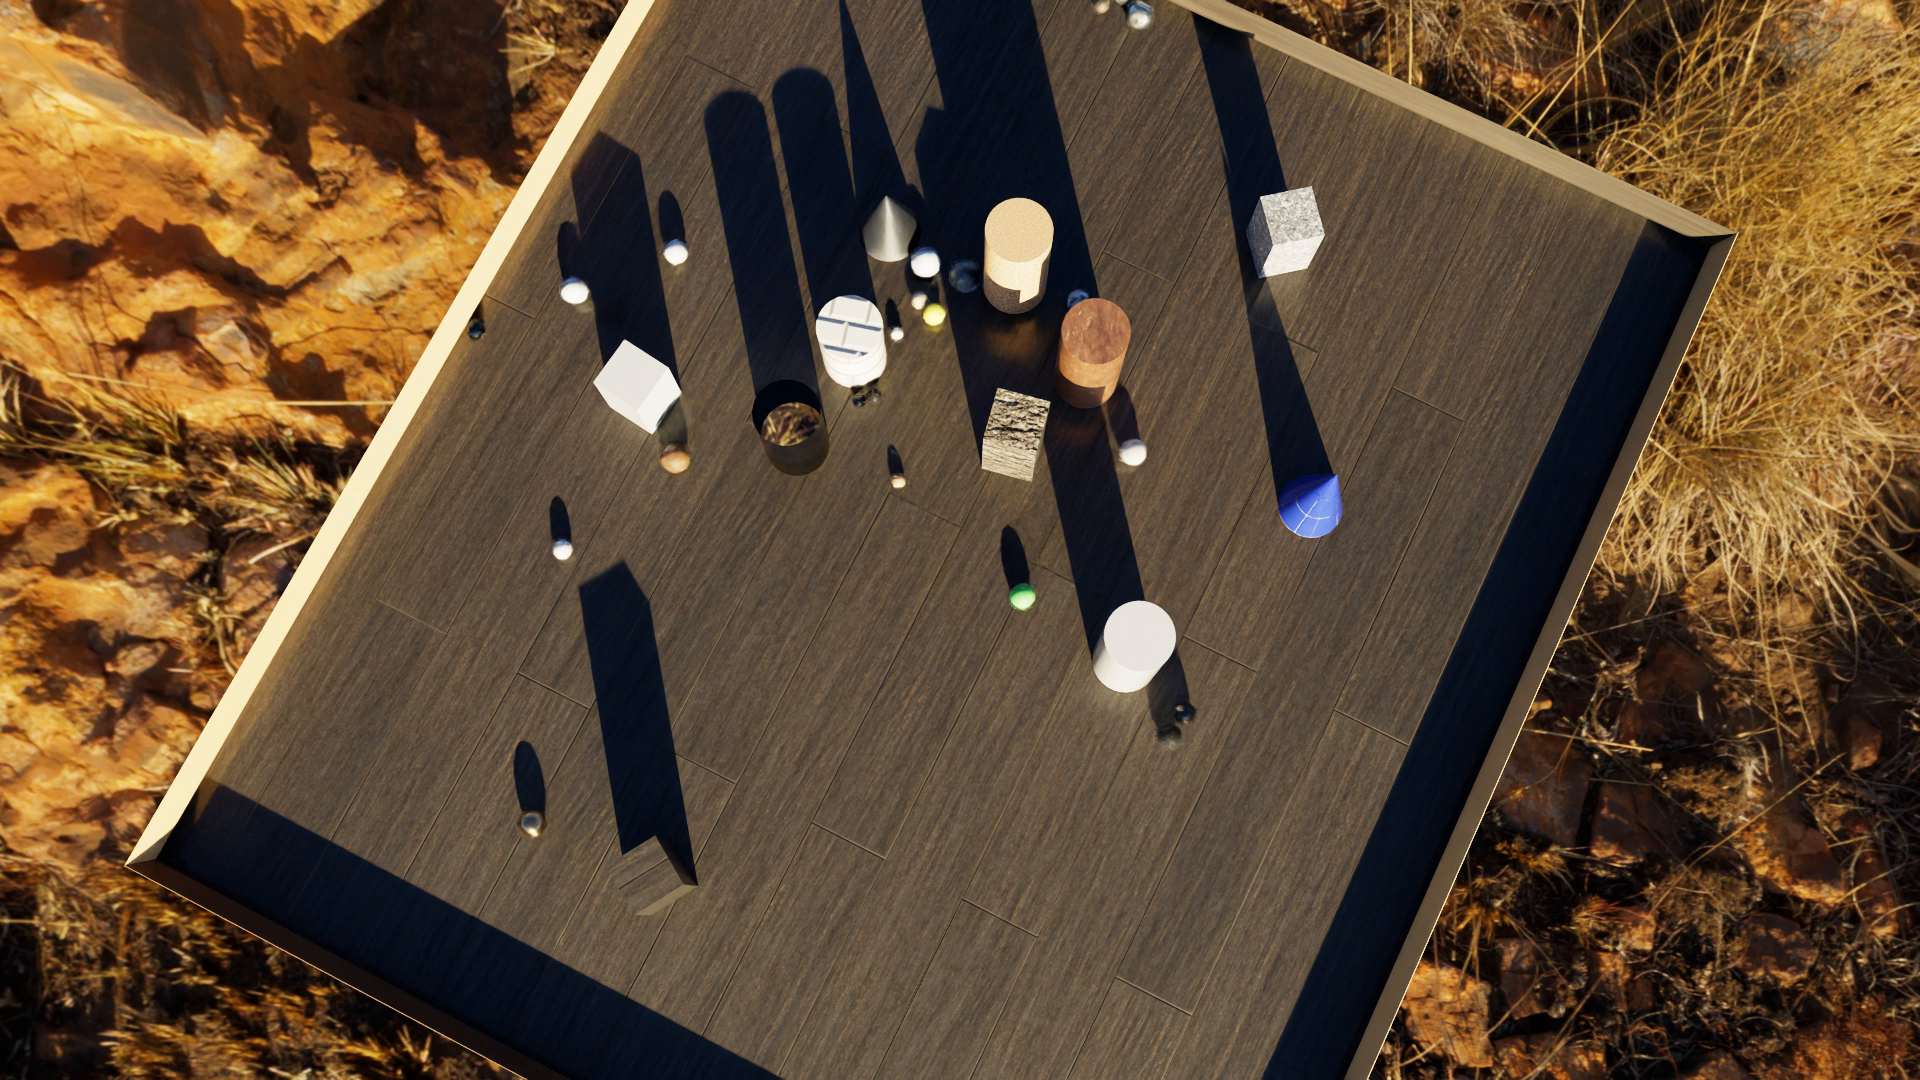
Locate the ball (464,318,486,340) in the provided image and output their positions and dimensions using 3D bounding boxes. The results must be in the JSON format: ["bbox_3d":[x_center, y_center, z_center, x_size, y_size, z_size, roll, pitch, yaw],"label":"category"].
[{"bbox_3d":[-1.514,-0.658,5.719,0.066,0.066,0.066,0,78,0],"label":"ball"}]

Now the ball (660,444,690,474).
[{"bbox_3d":[-0.873,-0.251,5.622,0.092,0.092,0.092,0,78,0],"label":"ball"}]

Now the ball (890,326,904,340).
[{"bbox_3d":[-0.197,-0.645,5.729,0.041,0.041,0.041,0,78,0],"label":"ball"}]

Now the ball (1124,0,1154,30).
[{"bbox_3d":[0.579,-1.698,5.921,0.093,0.093,0.093,0,78,0],"label":"ball"}]

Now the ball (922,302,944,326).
[{"bbox_3d":[-0.082,-0.706,5.727,0.070,0.070,0.070,0,78,0],"label":"ball"}]

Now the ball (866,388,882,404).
[{"bbox_3d":[-0.266,-0.444,5.683,0.050,0.050,0.050,0,78,0],"label":"ball"}]

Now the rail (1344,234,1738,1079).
[{"bbox_3d":[1.523,0.753,5.394,0.045,0.130,3.888,26,80,5],"label":"rail"}]

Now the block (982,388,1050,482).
[{"bbox_3d":[0.165,-0.312,5.498,0.160,0.358,0.160,15,79,3],"label":"block"}]

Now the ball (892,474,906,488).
[{"bbox_3d":[-0.189,-0.181,5.633,0.041,0.041,0.041,0,78,0],"label":"ball"}]

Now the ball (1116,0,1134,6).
[{"bbox_3d":[0.537,-1.772,5.946,0.073,0.073,0.073,0,78,0],"label":"ball"}]

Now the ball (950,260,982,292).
[{"bbox_3d":[0.017,-0.824,5.736,0.100,0.100,0.100,0,78,0],"label":"ball"}]

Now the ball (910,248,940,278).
[{"bbox_3d":[-0.108,-0.870,5.748,0.095,0.095,0.095,0,78,0],"label":"ball"}]

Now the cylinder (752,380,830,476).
[{"bbox_3d":[-0.504,-0.333,5.497,0.200,0.369,0.200,0,78,0],"label":"cylinder"}]

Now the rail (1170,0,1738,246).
[{"bbox_3d":[0.859,-1.675,5.896,3.454,0.130,0.045,26,80,5],"label":"rail"}]

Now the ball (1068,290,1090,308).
[{"bbox_3d":[0.371,-0.745,5.734,0.072,0.072,0.072,0,78,0],"label":"ball"}]

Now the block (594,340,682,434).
[{"bbox_3d":[-0.978,-0.463,5.575,0.160,0.270,0.160,33,80,6],"label":"block"}]

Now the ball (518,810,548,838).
[{"bbox_3d":[-1.260,0.836,5.401,0.084,0.084,0.084,0,78,0],"label":"ball"}]

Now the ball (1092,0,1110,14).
[{"bbox_3d":[0.459,-1.738,5.948,0.056,0.056,0.056,0,78,0],"label":"ball"}]

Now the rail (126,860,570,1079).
[{"bbox_3d":[-0.859,1.689,5.200,3.454,0.130,0.045,26,80,5],"label":"rail"}]

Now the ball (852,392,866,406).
[{"bbox_3d":[-0.312,-0.435,5.685,0.043,0.043,0.043,0,78,0],"label":"ball"}]

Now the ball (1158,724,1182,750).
[{"bbox_3d":[0.625,0.586,5.458,0.074,0.074,0.074,0,78,0],"label":"ball"}]

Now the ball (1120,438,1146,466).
[{"bbox_3d":[0.531,-0.270,5.630,0.082,0.082,0.082,0,78,0],"label":"ball"}]

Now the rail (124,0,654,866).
[{"bbox_3d":[-1.523,-0.739,5.702,0.045,0.130,3.888,26,80,5],"label":"rail"}]

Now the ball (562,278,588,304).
[{"bbox_3d":[-1.205,-0.780,5.736,0.083,0.083,0.083,0,78,0],"label":"ball"}]

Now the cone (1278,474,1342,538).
[{"bbox_3d":[1.078,-0.147,5.438,0.200,0.409,0.200,0,78,0],"label":"cone"}]

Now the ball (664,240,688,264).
[{"bbox_3d":[-0.894,-0.905,5.765,0.076,0.076,0.076,0,78,0],"label":"ball"}]

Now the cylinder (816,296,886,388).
[{"bbox_3d":[-0.328,-0.602,5.588,0.200,0.300,0.200,0,78,0],"label":"cylinder"}]

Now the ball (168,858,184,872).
[{"bbox_3d":[-2.307,0.962,5.394,0.047,0.047,0.047,0,78,0],"label":"ball"}]

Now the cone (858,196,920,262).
[{"bbox_3d":[-0.223,-1.009,5.671,0.200,0.302,0.200,0,78,0],"label":"cone"}]

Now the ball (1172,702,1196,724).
[{"bbox_3d":[0.670,0.517,5.475,0.067,0.067,0.067,0,78,0],"label":"ball"}]

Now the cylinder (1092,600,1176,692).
[{"bbox_3d":[0.499,0.314,5.314,0.200,0.466,0.200,0,78,0],"label":"cylinder"}]

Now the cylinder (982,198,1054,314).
[{"bbox_3d":[0.172,-0.855,5.559,0.200,0.460,0.200,0,78,0],"label":"cylinder"}]

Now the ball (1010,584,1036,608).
[{"bbox_3d":[0.189,0.170,5.543,0.076,0.076,0.076,0,78,0],"label":"ball"}]

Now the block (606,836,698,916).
[{"bbox_3d":[-0.883,0.967,5.269,0.160,0.288,0.160,-31,80,-6],"label":"block"}]

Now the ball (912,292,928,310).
[{"bbox_3d":[-0.126,-0.750,5.744,0.055,0.055,0.055,0,78,0],"label":"ball"}]

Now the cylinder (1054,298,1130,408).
[{"bbox_3d":[0.391,-0.553,5.495,0.200,0.463,0.200,0,78,0],"label":"cylinder"}]

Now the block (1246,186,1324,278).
[{"bbox_3d":[1.002,-0.948,5.666,0.160,0.288,0.160,-12,79,-2],"label":"block"}]

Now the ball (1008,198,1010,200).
[{"bbox_3d":[0.168,-1.037,5.787,0.086,0.086,0.086,0,78,0],"label":"ball"}]

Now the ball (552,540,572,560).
[{"bbox_3d":[-1.210,0.029,5.581,0.059,0.059,0.059,0,78,0],"label":"ball"}]
